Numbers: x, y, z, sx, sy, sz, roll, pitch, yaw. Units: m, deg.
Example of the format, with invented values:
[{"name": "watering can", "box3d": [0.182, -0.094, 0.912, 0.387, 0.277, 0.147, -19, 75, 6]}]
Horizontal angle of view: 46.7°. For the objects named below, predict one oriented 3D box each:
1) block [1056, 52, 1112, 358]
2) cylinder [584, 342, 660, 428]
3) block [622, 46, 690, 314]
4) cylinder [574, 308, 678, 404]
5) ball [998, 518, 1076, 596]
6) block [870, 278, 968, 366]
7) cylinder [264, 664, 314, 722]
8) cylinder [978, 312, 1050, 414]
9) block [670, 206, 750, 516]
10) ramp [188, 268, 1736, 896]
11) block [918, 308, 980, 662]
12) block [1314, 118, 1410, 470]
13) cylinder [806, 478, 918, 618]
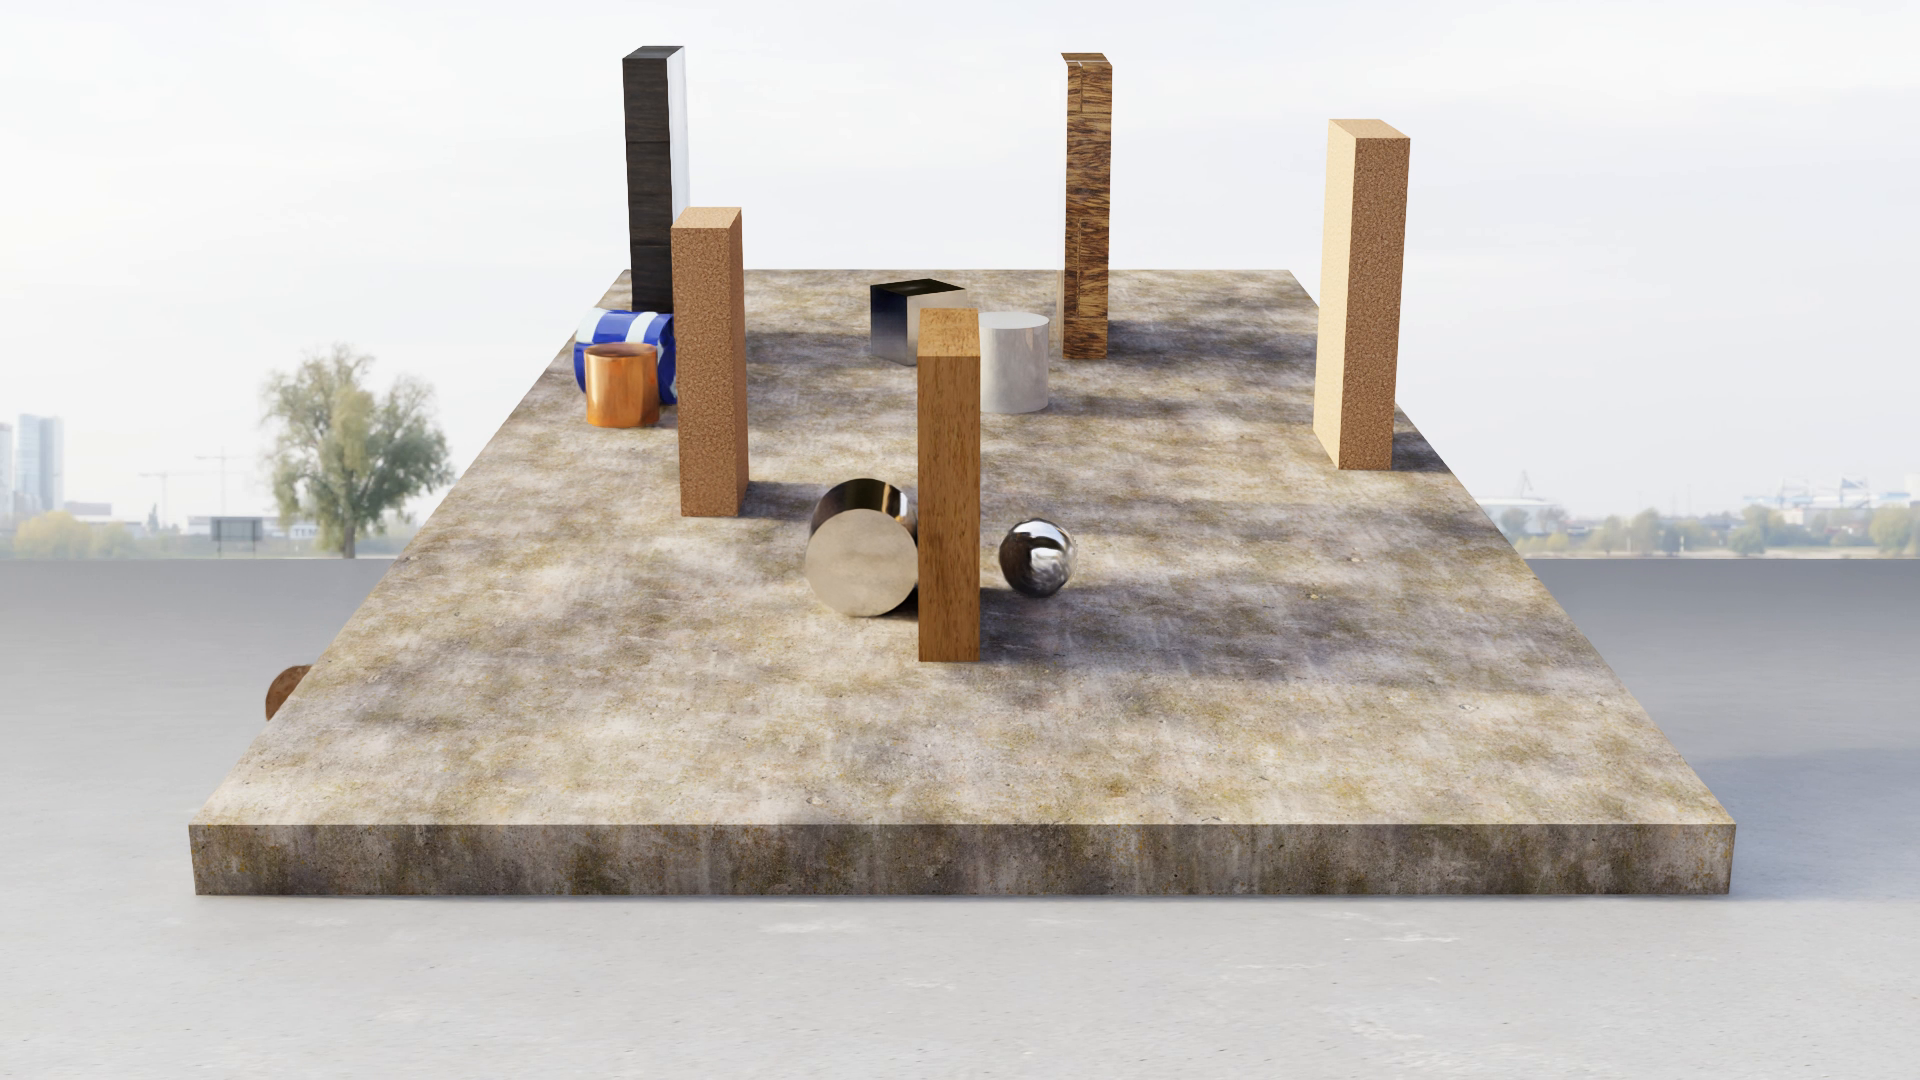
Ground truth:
[{"name": "block", "box3d": [0.309, -0.847, 5.595, 0.108, 0.711, 0.392, 0, 17, 0]}, {"name": "cylinder", "box3d": [-0.742, -0.341, 4.892, 0.158, 0.158, 0.158, 0, 17, 0]}, {"name": "block", "box3d": [-0.751, -0.850, 5.570, 0.108, 0.730, 0.375, 0, 17, 0]}, {"name": "cylinder", "box3d": [-0.740, -0.419, 5.069, 0.204, 0.204, 0.204, 6, 2, 19]}, {"name": "ball", "box3d": [0.130, 0.029, 3.744, 0.132, 0.132, 0.132, 0, 0, 0]}, {"name": "block", "box3d": [-0.102, -0.541, 5.513, 0.174, 0.174, 0.174, -11, 20, -32]}, {"name": "cylinder", "box3d": [-1.442, 0.377, 5.063, 0.195, 0.195, 0.195, 0, 0, 14]}, {"name": "cylinder", "box3d": [0.105, -0.403, 5.038, 0.193, 0.193, 0.193, 0, 17, 0]}, {"name": "block", "box3d": [-0.473, -0.343, 4.242, 0.106, 0.547, 0.252, 0, 17, 0]}, {"name": "ramp", "box3d": [-0.003, -0.176, 4.799, 2.000, 0.100, 4.000, 0, 17, 0]}, {"name": "block", "box3d": [-0.017, -0.096, 3.554, 0.095, 0.483, 0.365, 0, 17, 0]}, {"name": "block", "box3d": [0.823, -0.511, 4.584, 0.107, 0.669, 0.327, 0, 17, 0]}, {"name": "cylinder", "box3d": [-0.161, 0.011, 3.711, 0.186, 0.186, 0.186, 0, 17, -1]}]
